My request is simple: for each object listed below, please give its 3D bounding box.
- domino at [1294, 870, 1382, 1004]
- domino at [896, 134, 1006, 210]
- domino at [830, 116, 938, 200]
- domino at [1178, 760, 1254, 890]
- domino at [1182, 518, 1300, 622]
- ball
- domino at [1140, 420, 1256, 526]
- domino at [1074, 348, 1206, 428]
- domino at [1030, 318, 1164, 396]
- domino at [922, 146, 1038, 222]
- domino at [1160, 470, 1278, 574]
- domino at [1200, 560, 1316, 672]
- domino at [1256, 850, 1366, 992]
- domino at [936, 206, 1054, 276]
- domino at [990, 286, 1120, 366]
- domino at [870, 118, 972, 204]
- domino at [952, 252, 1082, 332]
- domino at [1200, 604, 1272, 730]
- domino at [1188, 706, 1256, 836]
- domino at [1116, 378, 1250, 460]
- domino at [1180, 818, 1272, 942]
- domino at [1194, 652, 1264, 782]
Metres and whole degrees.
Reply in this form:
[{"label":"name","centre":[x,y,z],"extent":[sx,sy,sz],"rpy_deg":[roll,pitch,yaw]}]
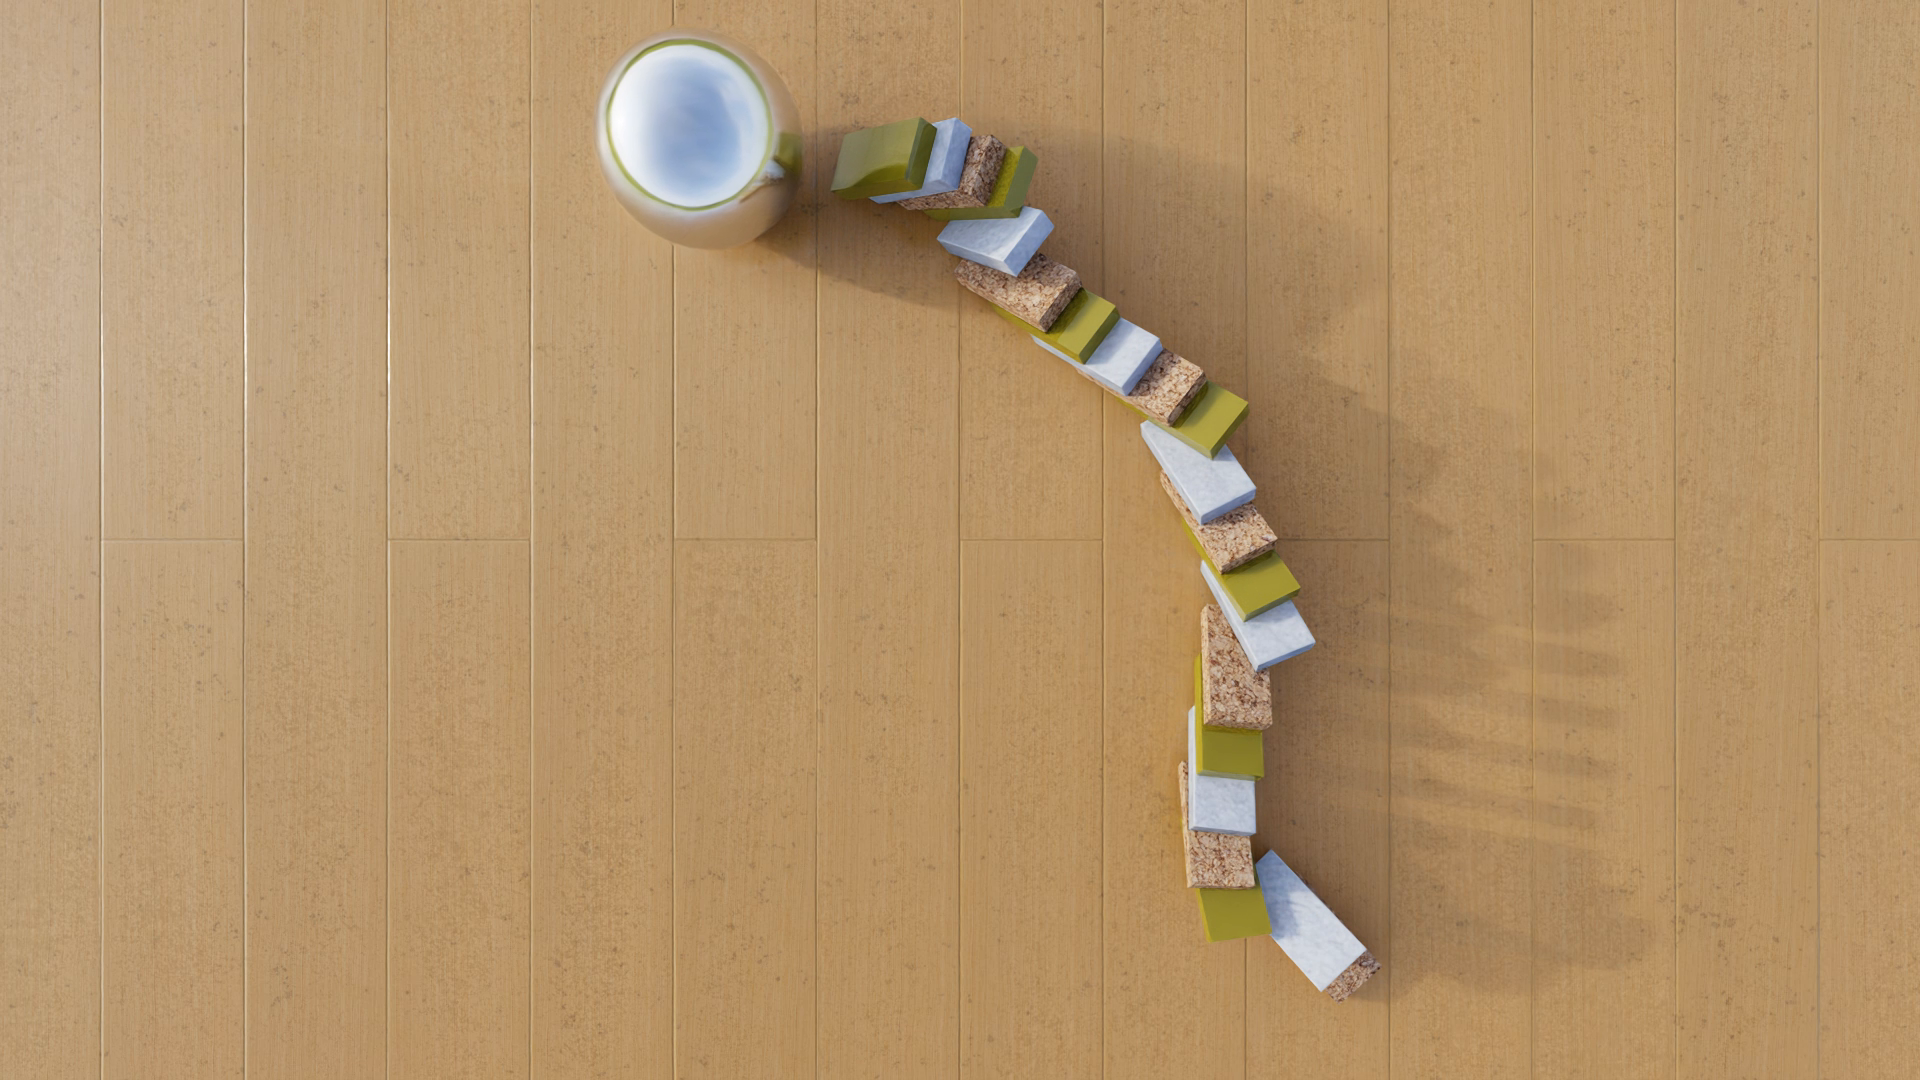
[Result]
[{"label":"domino","centre":[0.154,0.171,0.395],"extent":[0.025,0.009,0.050],"rpy_deg":[-41,90,0]},{"label":"domino","centre":[-0.005,-0.151,0.379],"extent":[0.009,0.050,0.025],"rpy_deg":[19,90,-45]},{"label":"domino","centre":[-0.032,-0.157,0.379],"extent":[0.009,0.050,0.025],"rpy_deg":[15,90,-45]},{"label":"domino","centre":[0.107,0.119,0.384],"extent":[0.025,0.010,0.050],"rpy_deg":[1,63,2]},{"label":"domino","centre":[0.117,0.007,0.384],"extent":[0.025,0.010,0.050],"rpy_deg":[-26,63,-1]},{"label":"ball","centre":[-0.101,-0.156,0.360],"extent":[0.080,0.080,0.080],"rpy_deg":[0,90,0]},{"label":"domino","centre":[0.099,-0.033,0.385],"extent":[0.025,0.010,0.050],"rpy_deg":[-27,63,0]},{"label":"domino","centre":[0.075,-0.071,0.384],"extent":[0.050,0.009,0.025],"rpy_deg":[38,88,27]},{"label":"domino","centre":[0.057,-0.084,0.384],"extent":[0.050,0.009,0.025],"rpy_deg":[37,89,27]},{"label":"domino","centre":[0.007,-0.147,0.379],"extent":[0.009,0.050,0.025],"rpy_deg":[19,89,-45]},{"label":"domino","centre":[0.108,-0.013,0.384],"extent":[0.025,0.010,0.050],"rpy_deg":[-26,63,-1]},{"label":"domino","centre":[0.124,0.027,0.384],"extent":[0.025,0.010,0.050],"rpy_deg":[-22,63,-1]},{"label":"domino","centre":[0.140,0.158,0.382],"extent":[0.025,0.010,0.050],"rpy_deg":[-43,61,-1]},{"label":"domino","centre":[0.014,-0.127,0.379],"extent":[0.025,0.050,0.010],"rpy_deg":[-52,133,0]},{"label":"domino","centre":[0.039,-0.097,0.385],"extent":[0.050,0.009,0.025],"rpy_deg":[38,90,27]},{"label":"domino","centre":[-0.018,-0.156,0.379],"extent":[0.009,0.050,0.025],"rpy_deg":[15,88,-45]},{"label":"domino","centre":[0.024,-0.110,0.384],"extent":[0.050,0.010,0.025],"rpy_deg":[38,90,29]},{"label":"domino","centre":[0.115,0.053,0.385],"extent":[0.025,0.009,0.050],"rpy_deg":[6,63,0]},{"label":"domino","centre":[0.109,0.096,0.384],"extent":[0.025,0.010,0.050],"rpy_deg":[6,63,2]},{"label":"domino","centre":[0.092,-0.058,0.384],"extent":[0.050,0.009,0.025],"rpy_deg":[38,88,27]},{"label":"domino","centre":[0.111,0.140,0.385],"extent":[0.025,0.010,0.050],"rpy_deg":[-8,65,0]},{"label":"domino","centre":[0.112,0.074,0.385],"extent":[0.025,0.009,0.050],"rpy_deg":[6,63,0]}]
